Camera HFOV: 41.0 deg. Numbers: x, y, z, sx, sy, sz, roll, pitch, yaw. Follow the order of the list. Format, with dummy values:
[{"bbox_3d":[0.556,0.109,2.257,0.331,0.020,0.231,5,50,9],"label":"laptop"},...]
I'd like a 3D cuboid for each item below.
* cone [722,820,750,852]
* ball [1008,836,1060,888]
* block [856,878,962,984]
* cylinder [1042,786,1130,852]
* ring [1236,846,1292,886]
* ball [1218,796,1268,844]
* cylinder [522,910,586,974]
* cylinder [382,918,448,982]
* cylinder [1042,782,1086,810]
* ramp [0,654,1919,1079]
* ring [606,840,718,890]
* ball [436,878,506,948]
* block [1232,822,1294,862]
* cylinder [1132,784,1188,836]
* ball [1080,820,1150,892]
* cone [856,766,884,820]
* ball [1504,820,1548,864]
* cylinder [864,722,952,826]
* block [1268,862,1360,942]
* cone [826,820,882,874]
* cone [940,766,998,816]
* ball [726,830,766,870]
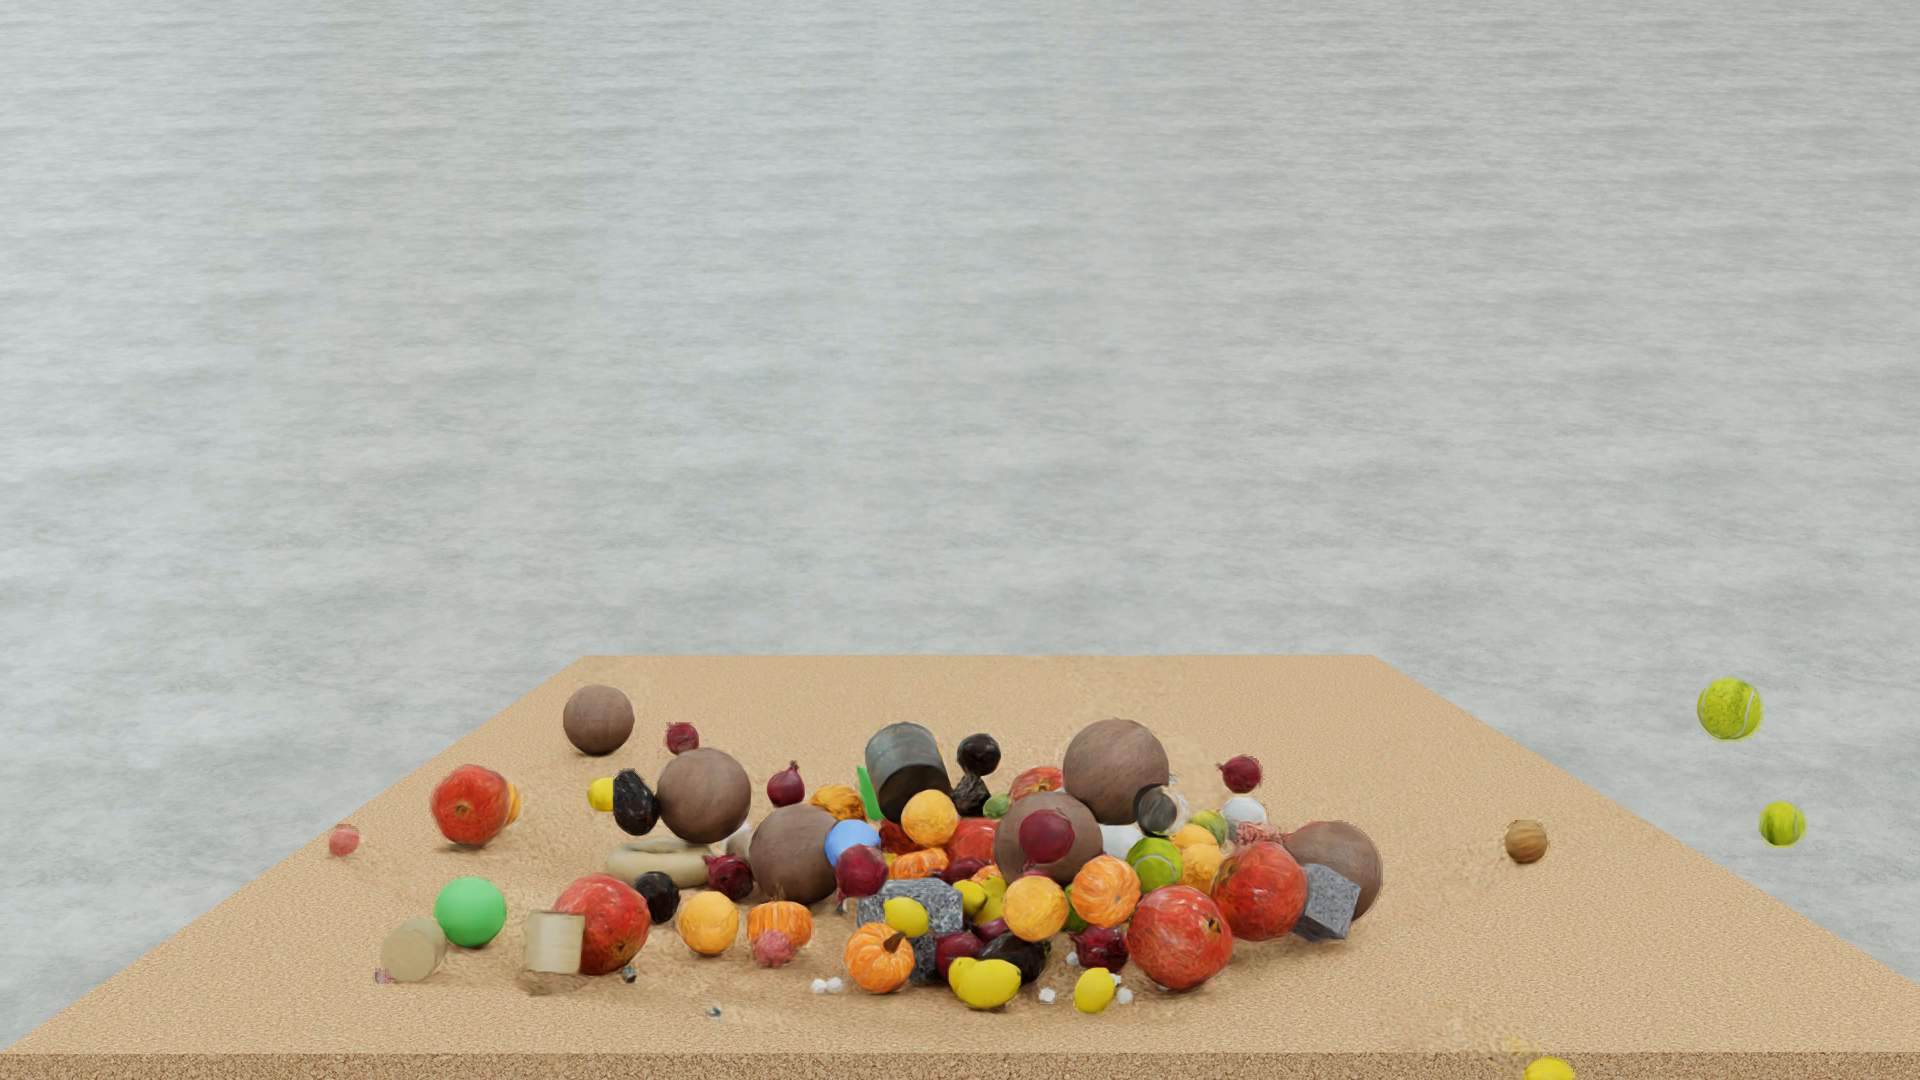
[{"bbox_3d":[-0.299,0.433,3.658,0.054,0.054,0.054,32,-1,-38],"label":"cone"},{"bbox_3d":[0.098,0.425,3.389,0.068,0.068,0.068,0,21,0],"label":"ball"},{"bbox_3d":[-0.057,0.438,2.892,0.096,0.096,0.096,-1,3,-17],"label":"block"},{"bbox_3d":[0.173,0.388,3.532,0.085,0.085,0.085,14,12,-31],"label":"cylinder"},{"bbox_3d":[0.405,0.434,3.423,0.080,0.027,0.080,-21,16,6],"label":"ring"},{"bbox_3d":[0.402,0.398,3.648,0.068,0.068,0.068,0,21,0],"label":"ball"},{"bbox_3d":[-0.443,0.438,2.806,0.063,0.063,0.063,5,-7,1],"label":"cylinder"},{"bbox_3d":[-0.609,0.457,2.870,0.060,0.060,0.060,0,3,1],"label":"cylinder"},{"bbox_3d":[0.163,0.402,3.955,0.053,0.053,0.053,1,17,42],"label":"cylinder"},{"bbox_3d":[0.050,0.448,4.532,2.000,0.100,4.000,0,3,0],"label":"ramp"},{"bbox_3d":[-0.398,0.433,3.430,0.148,0.049,0.148,0,4,0],"label":"ring"},{"bbox_3d":[-0.576,0.438,3.026,0.082,0.082,0.082,0,21,0],"label":"ball"},{"bbox_3d":[0.413,0.418,3.502,0.054,0.054,0.054,8,7,-41],"label":"block"},{"bbox_3d":[0.229,0.308,2.931,0.055,0.055,0.055,7,-9,17],"label":"cylinder"},{"bbox_3d":[0.202,0.414,3.361,0.093,0.093,0.093,0,21,0],"label":"ball"},{"bbox_3d":[-0.135,0.367,3.919,0.085,0.085,0.085,-22,41,21],"label":"cone"},{"bbox_3d":[0.787,0.420,3.572,0.059,0.059,0.059,0,21,0],"label":"ball"},{"bbox_3d":[-0.069,0.310,3.407,0.099,0.099,0.099,-5,30,-12],"label":"cylinder"},{"bbox_3d":[0.417,0.426,3.025,0.066,0.066,0.066,32,-26,-23],"label":"block"},{"bbox_3d":[-0.136,0.389,3.184,0.071,0.071,0.071,2,7,4],"label":"cone"},{"bbox_3d":[0.000,0.408,3.990,0.086,0.086,0.086,-28,27,-9],"label":"cone"},{"bbox_3d":[-0.294,0.425,3.521,0.056,0.056,0.056,0,21,0],"label":"ball"}]
